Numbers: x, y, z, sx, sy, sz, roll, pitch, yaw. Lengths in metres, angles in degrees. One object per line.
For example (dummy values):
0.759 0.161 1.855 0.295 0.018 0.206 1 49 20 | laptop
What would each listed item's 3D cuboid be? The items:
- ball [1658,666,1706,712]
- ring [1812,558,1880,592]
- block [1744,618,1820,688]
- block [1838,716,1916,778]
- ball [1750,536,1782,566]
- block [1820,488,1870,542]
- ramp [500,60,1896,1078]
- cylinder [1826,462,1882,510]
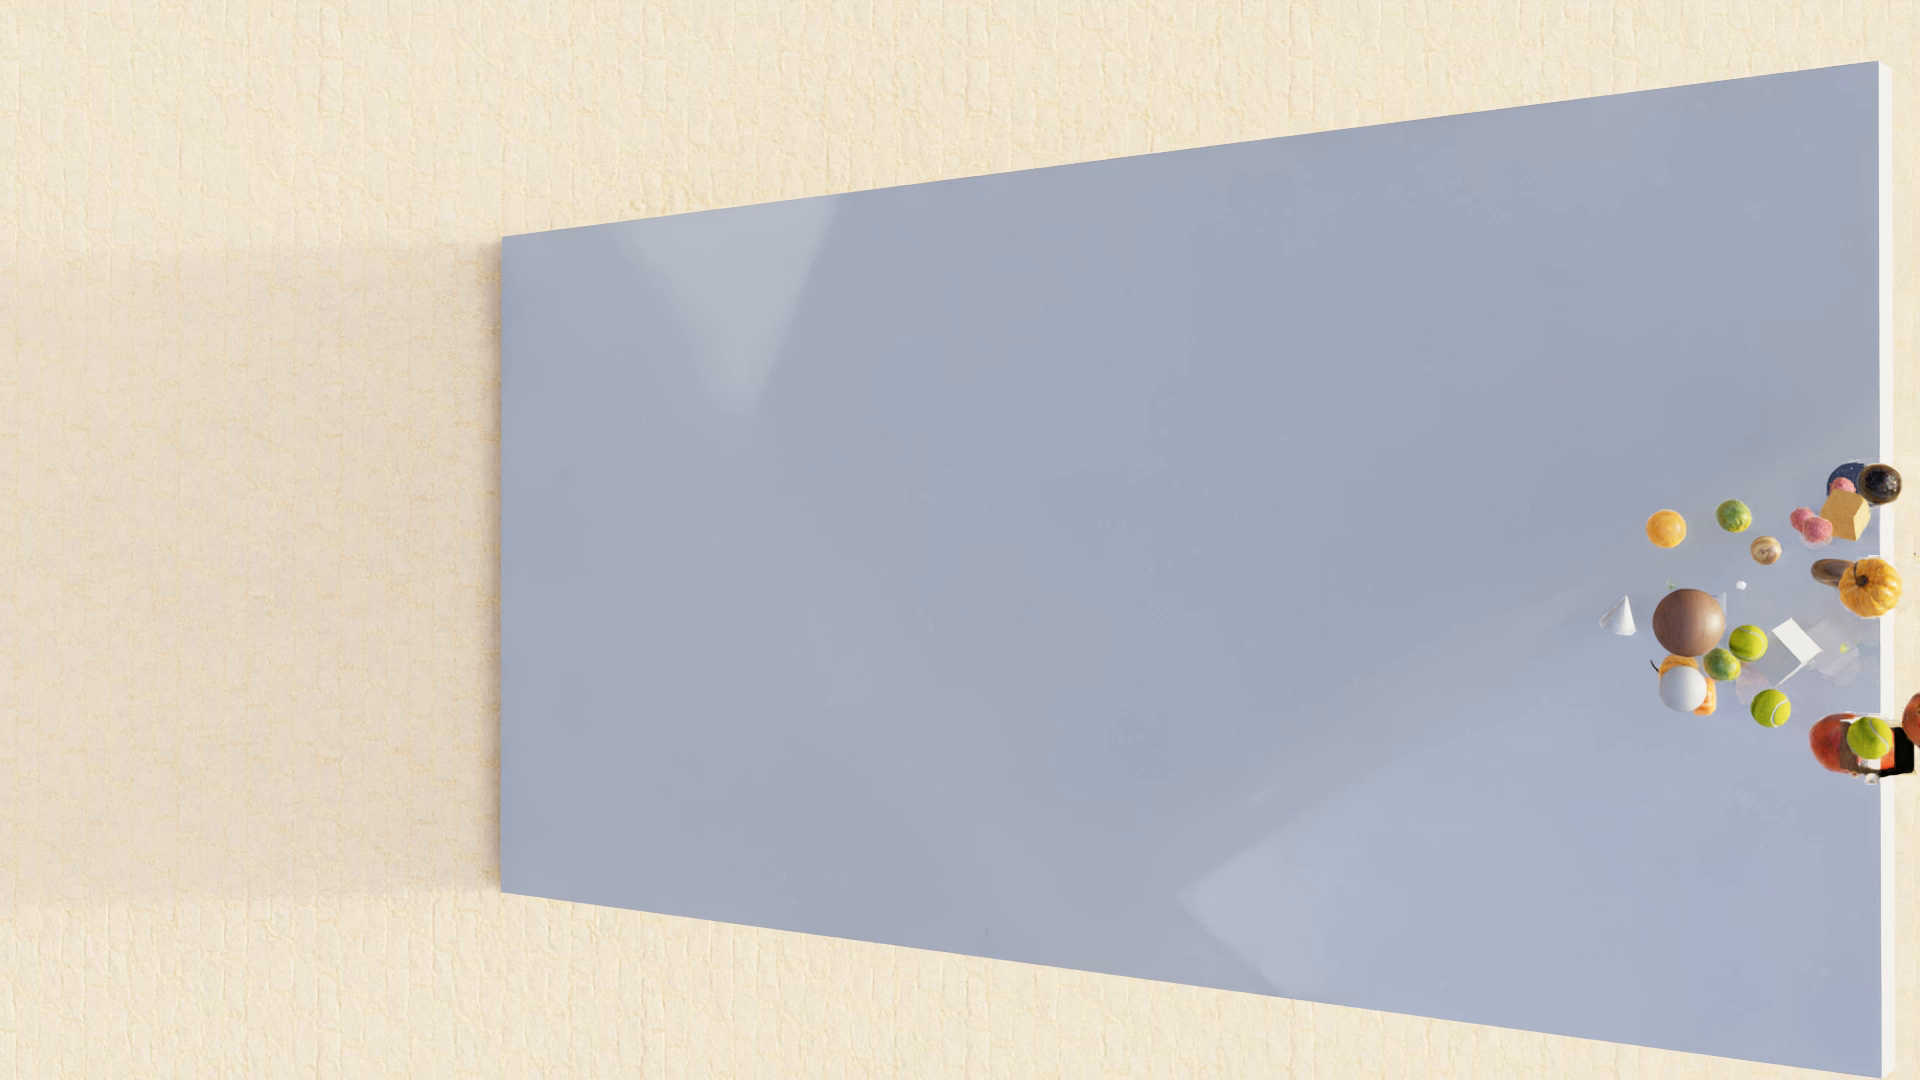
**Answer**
1.324 0.273 4.028 0.085 0.085 0.085 0 90 0 | ball
1.532 0.060 3.805 0.113 0.113 0.038 15 84 0 | ring
1.599 0.219 4.275 0.083 0.083 0.083 -20 64 -42 | block
1.538 0.346 3.688 0.082 0.082 0.082 -4 98 -27 | block
1.419 0.019 3.874 0.052 0.052 0.052 0 90 0 | ball
1.600 -0.045 3.975 0.060 0.060 0.060 -49 135 -26 | block
0.233 0.065 5.553 4.000 0.100 2.000 0 89 37 | ramp
1.729 -0.099 4.249 0.097 0.097 0.097 -1 87 24 | cylinder
